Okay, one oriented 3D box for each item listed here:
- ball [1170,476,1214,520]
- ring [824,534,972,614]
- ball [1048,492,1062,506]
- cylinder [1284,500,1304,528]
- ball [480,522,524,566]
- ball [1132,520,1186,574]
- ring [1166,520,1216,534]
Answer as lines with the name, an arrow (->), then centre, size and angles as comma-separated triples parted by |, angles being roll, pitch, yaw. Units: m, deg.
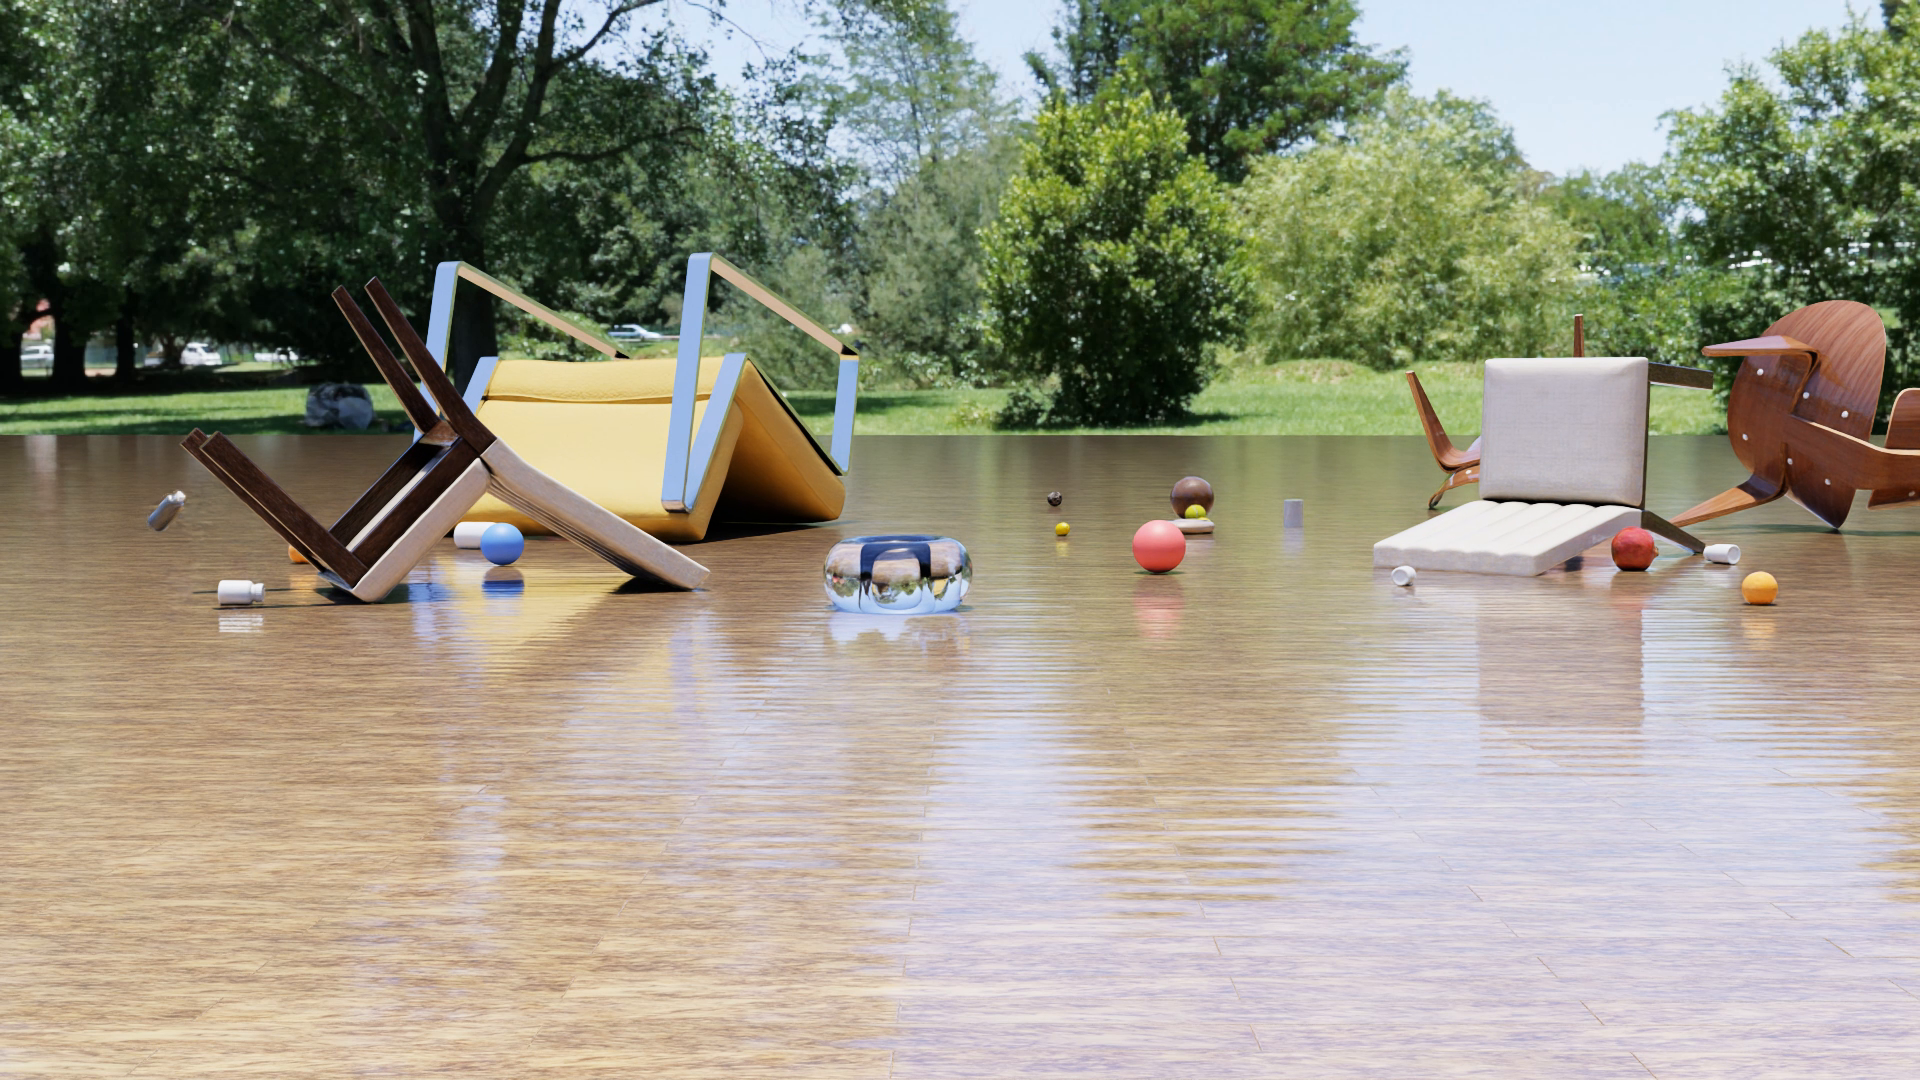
ball -> 0.790, -0.141, 7.488 | 0.152, 0.152, 0.152 | 0, 4, 0
ring -> -0.127, 0.069, 4.504 | 0.314, 0.145, 0.280 | 1, 5, 24
ball -> 0.363, -0.158, 8.428 | 0.057, 0.057, 0.057 | 0, 4, 0
cylinder -> 1.086, -0.086, 7.163 | 0.059, 0.088, 0.101 | 2, 4, 25
ball -> -1.165, 0.010, 5.599 | 0.109, 0.109, 0.109 | 0, 4, 0
ball -> 0.486, 0.016, 5.366 | 0.130, 0.130, 0.130 | 0, 4, 0
ring -> 0.712, -0.042, 6.864 | 0.159, 0.040, 0.212 | 3, 4, 29
